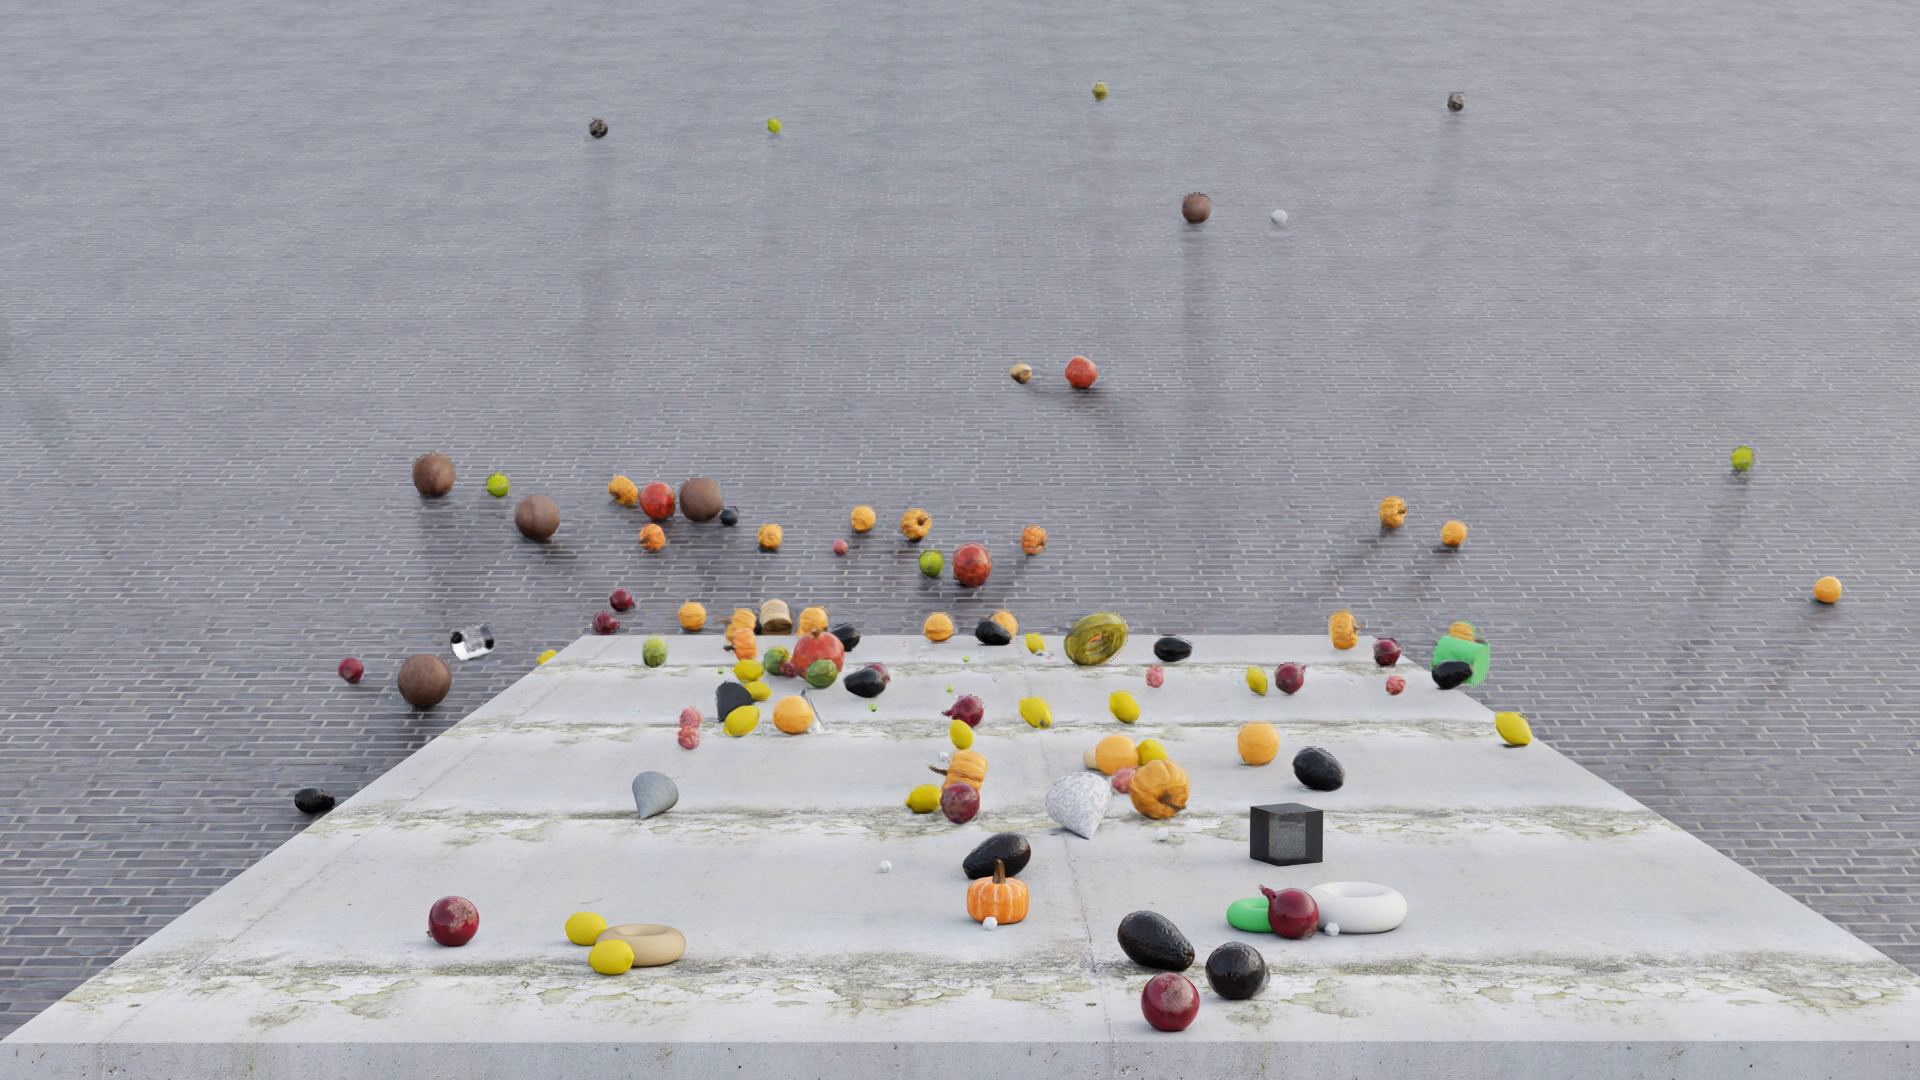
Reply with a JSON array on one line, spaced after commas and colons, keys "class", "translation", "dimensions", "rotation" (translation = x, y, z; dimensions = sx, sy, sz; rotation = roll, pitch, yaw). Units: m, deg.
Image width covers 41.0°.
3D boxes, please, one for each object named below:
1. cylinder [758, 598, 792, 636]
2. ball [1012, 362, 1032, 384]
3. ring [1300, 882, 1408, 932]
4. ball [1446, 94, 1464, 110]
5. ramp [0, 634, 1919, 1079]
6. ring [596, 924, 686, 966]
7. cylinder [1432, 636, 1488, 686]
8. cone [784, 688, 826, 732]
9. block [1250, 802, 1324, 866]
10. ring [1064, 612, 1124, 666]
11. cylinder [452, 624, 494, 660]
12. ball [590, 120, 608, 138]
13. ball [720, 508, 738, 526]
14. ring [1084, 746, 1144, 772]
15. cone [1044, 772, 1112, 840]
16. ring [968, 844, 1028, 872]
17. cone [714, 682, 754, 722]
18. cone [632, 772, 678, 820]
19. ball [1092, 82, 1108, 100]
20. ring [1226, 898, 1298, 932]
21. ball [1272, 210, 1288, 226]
[{"class": "cylinder", "translation": [-0.482, 0.208, 6.704], "dimensions": [0.079, 0.079, 0.079], "rotation": [-4, 38, -10]}, {"class": "ball", "translation": [0.216, -0.585, 9.004], "dimensions": [0.072, 0.072, 0.072], "rotation": [0, 20, 0]}, {"class": "ring", "translation": [0.471, 0.440, 3.075], "dimensions": [0.129, 0.043, 0.129], "rotation": [0, 5, 0]}, {"class": "ball", "translation": [2.696, -2.383, 13.964], "dimensions": [0.095, 0.095, 0.095], "rotation": [0, 20, 0]}, {"class": "ramp", "translation": [0.046, 0.419, 4.535], "dimensions": [2.000, 0.100, 4.000], "rotation": [0, 4, 0]}, {"class": "ring", "translation": [-0.360, 0.456, 2.894], "dimensions": [0.102, 0.034, 0.102], "rotation": [1, 3, 0]}, {"class": "cylinder", "translation": [1.133, 0.272, 5.810], "dimensions": [0.095, 0.095, 0.095], "rotation": [15, 24, 31]}, {"class": "cone", "translation": [-0.290, 0.313, 4.780], "dimensions": [0.080, 0.080, 0.080], "rotation": [0, 4, 0]}, {"class": "block", "translation": [0.443, 0.399, 3.486], "dimensions": [0.071, 0.071, 0.071], "rotation": [-2, 4, -26]}, {"class": "ring", "translation": [0.305, 0.225, 5.800], "dimensions": [0.148, 0.148, 0.049], "rotation": [-9, 46, -22]}, {"class": "cylinder", "translation": [-1.259, 0.264, 6.637], "dimensions": [0.076, 0.076, 0.076], "rotation": [-18, 27, -41]}, {"class": "ball", "translation": [-1.865, -2.124, 13.244], "dimensions": [0.095, 0.095, 0.095], "rotation": [0, 20, 0]}, {"class": "ball", "translation": [-0.682, -0.067, 7.590], "dimensions": [0.054, 0.054, 0.054], "rotation": [0, 20, 0]}, {"class": "ring", "translation": [0.257, 0.366, 4.309], "dimensions": [0.101, 0.034, 0.101], "rotation": [-1, 5, 0]}, {"class": "cone", "translation": [0.178, 0.401, 3.678], "dimensions": [0.098, 0.098, 0.098], "rotation": [-3, 31, -8]}, {"class": "ring", "translation": [0.051, 0.426, 3.431], "dimensions": [0.080, 0.027, 0.080], "rotation": [-1, 5, 0]}, {"class": "cone", "translation": [-0.447, 0.327, 4.915], "dimensions": [0.080, 0.080, 0.080], "rotation": [6, 32, 16]}, {"class": "cone", "translation": [-0.466, 0.397, 3.837], "dimensions": [0.074, 0.074, 0.074], "rotation": [4, 31, 11]}, {"class": "ball", "translation": [0.780, -2.496, 14.280], "dimensions": [0.094, 0.094, 0.094], "rotation": [0, 20, 0]}, {"class": "ring", "translation": [0.361, 0.448, 3.064], "dimensions": [0.087, 0.029, 0.087], "rotation": [-1, 5, 0]}, {"class": "ball", "translation": [1.408, -1.422, 11.329], "dimensions": [0.070, 0.070, 0.070], "rotation": [0, 20, 0]}]
